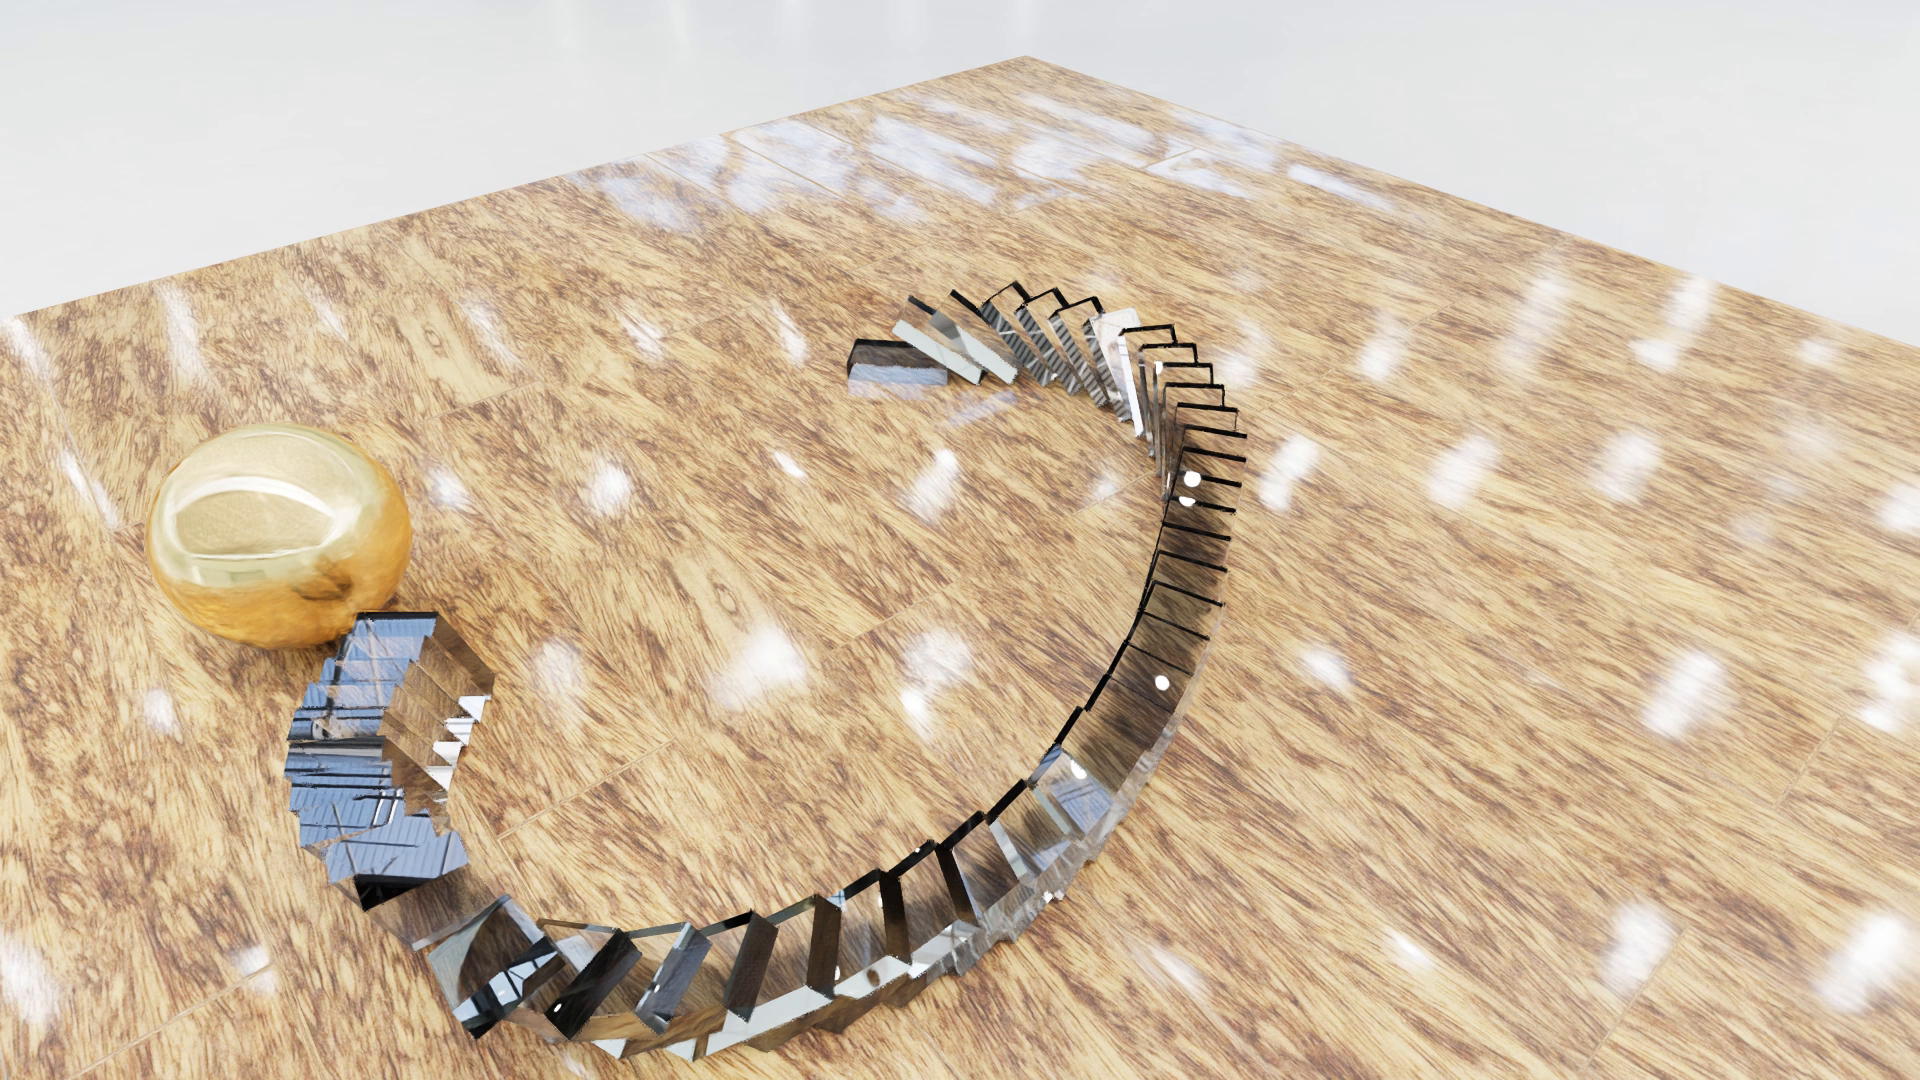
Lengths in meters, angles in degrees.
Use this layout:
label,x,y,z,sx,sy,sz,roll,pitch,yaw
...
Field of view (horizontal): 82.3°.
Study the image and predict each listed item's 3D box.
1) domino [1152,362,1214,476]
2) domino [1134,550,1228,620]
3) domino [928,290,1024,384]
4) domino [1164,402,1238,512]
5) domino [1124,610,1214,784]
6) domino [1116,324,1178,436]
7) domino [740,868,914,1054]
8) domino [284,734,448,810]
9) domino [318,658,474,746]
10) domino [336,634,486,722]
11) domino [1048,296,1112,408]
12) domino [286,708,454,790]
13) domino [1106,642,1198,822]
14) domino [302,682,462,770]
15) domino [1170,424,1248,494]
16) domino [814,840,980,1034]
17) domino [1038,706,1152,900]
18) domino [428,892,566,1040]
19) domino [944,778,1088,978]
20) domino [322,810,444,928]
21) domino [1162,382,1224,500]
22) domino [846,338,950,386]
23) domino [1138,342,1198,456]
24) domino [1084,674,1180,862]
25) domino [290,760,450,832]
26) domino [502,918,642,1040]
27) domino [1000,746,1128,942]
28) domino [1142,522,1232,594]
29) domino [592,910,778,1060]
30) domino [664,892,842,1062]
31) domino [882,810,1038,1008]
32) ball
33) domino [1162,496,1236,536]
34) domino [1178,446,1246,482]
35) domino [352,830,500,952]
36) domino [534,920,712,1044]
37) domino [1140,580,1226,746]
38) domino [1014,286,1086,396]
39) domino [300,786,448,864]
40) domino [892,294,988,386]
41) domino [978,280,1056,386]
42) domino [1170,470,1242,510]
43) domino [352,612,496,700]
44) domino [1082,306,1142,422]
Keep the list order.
label,x,y,z,sx,sy,sz,roll,pitch,yaw
domino,0.099,-0.053,0.486,0.025,0.010,0.050,1,76,-1
domino,0.074,0.031,0.384,0.025,0.010,0.050,16,78,19
domino,0.010,-0.101,0.546,0.050,0.009,0.025,36,39,-7
domino,0.101,-0.031,0.460,0.025,0.010,0.050,7,76,8
domino,0.061,0.051,0.360,0.025,0.009,0.050,23,80,25
domino,0.091,-0.075,0.512,0.025,0.009,0.050,-7,77,-10
domino,-0.036,0.110,0.287,0.050,0.010,0.025,-36,37,17
domino,-0.173,0.072,0.323,0.025,0.050,0.009,-5,60,-5
domino,-0.177,0.052,0.348,0.025,0.050,0.009,0,60,0
domino,-0.176,0.046,0.356,0.025,0.050,0.009,0,60,0
domino,0.066,-0.091,0.533,0.025,0.010,0.050,-25,83,-27
domino,-0.176,0.065,0.332,0.025,0.050,0.009,0,60,0
domino,0.052,0.060,0.348,0.025,0.009,0.050,25,81,28
domino,-0.177,0.058,0.340,0.025,0.050,0.009,0,60,0
domino,0.099,-0.020,0.446,0.025,0.010,0.050,12,77,13
domino,-0.020,0.105,0.292,0.050,0.010,0.025,-40,41,12
domino,0.033,0.078,0.327,0.025,0.009,0.050,31,85,32
domino,-0.121,0.109,0.286,0.025,0.010,0.050,-39,17,-28
domino,0.009,0.094,0.306,0.050,0.010,0.025,-46,48,4
domino,-0.152,0.091,0.301,0.025,0.050,0.010,-19,64,-22
domino,0.100,-0.042,0.473,0.025,0.010,0.050,3,76,3
domino,-0.030,-0.090,0.553,0.050,0.009,0.025,4,40,5
domino,0.096,-0.064,0.499,0.025,0.010,0.050,-2,76,-5
domino,0.043,0.069,0.337,0.025,0.009,0.050,29,84,30
domino,-0.167,0.078,0.315,0.025,0.050,0.009,-8,60,-10
domino,-0.105,0.112,0.284,0.050,0.009,0.025,-16,24,46
domino,0.022,0.087,0.315,0.050,0.010,0.025,-50,51,1
domino,0.079,0.021,0.397,0.025,0.010,0.050,14,77,16
domino,-0.070,0.114,0.281,0.050,0.009,0.025,-27,29,30
domino,-0.053,0.113,0.283,0.050,0.009,0.025,-32,33,23
domino,-0.005,0.100,0.299,0.050,0.010,0.025,-43,45,8
ball,-0.238,-0.001,0.389,0.080,0.080,0.080,0,39,0
domino,0.084,0.010,0.409,0.025,0.010,0.050,13,77,16
domino,0.095,-0.010,0.434,0.025,0.009,0.050,13,77,15
domino,-0.141,0.095,0.295,0.025,0.050,0.009,-23,66,-23
domino,-0.088,0.114,0.282,0.050,0.010,0.025,-23,26,37
domino,0.068,0.041,0.371,0.025,0.009,0.050,20,79,23
domino,0.051,-0.098,0.541,0.025,0.009,0.050,-32,86,-33
domino,-0.161,0.085,0.308,0.025,0.050,0.010,-12,61,-14
domino,-0.008,-0.099,0.544,0.050,0.009,0.025,30,37,-15
domino,0.035,-0.103,0.547,0.050,0.009,0.025,50,51,-1
domino,0.090,0.000,0.421,0.025,0.009,0.050,13,77,16
domino,-0.176,0.039,0.364,0.025,0.050,0.010,0,60,0
domino,0.079,-0.084,0.523,0.025,0.010,0.050,-17,81,-20
